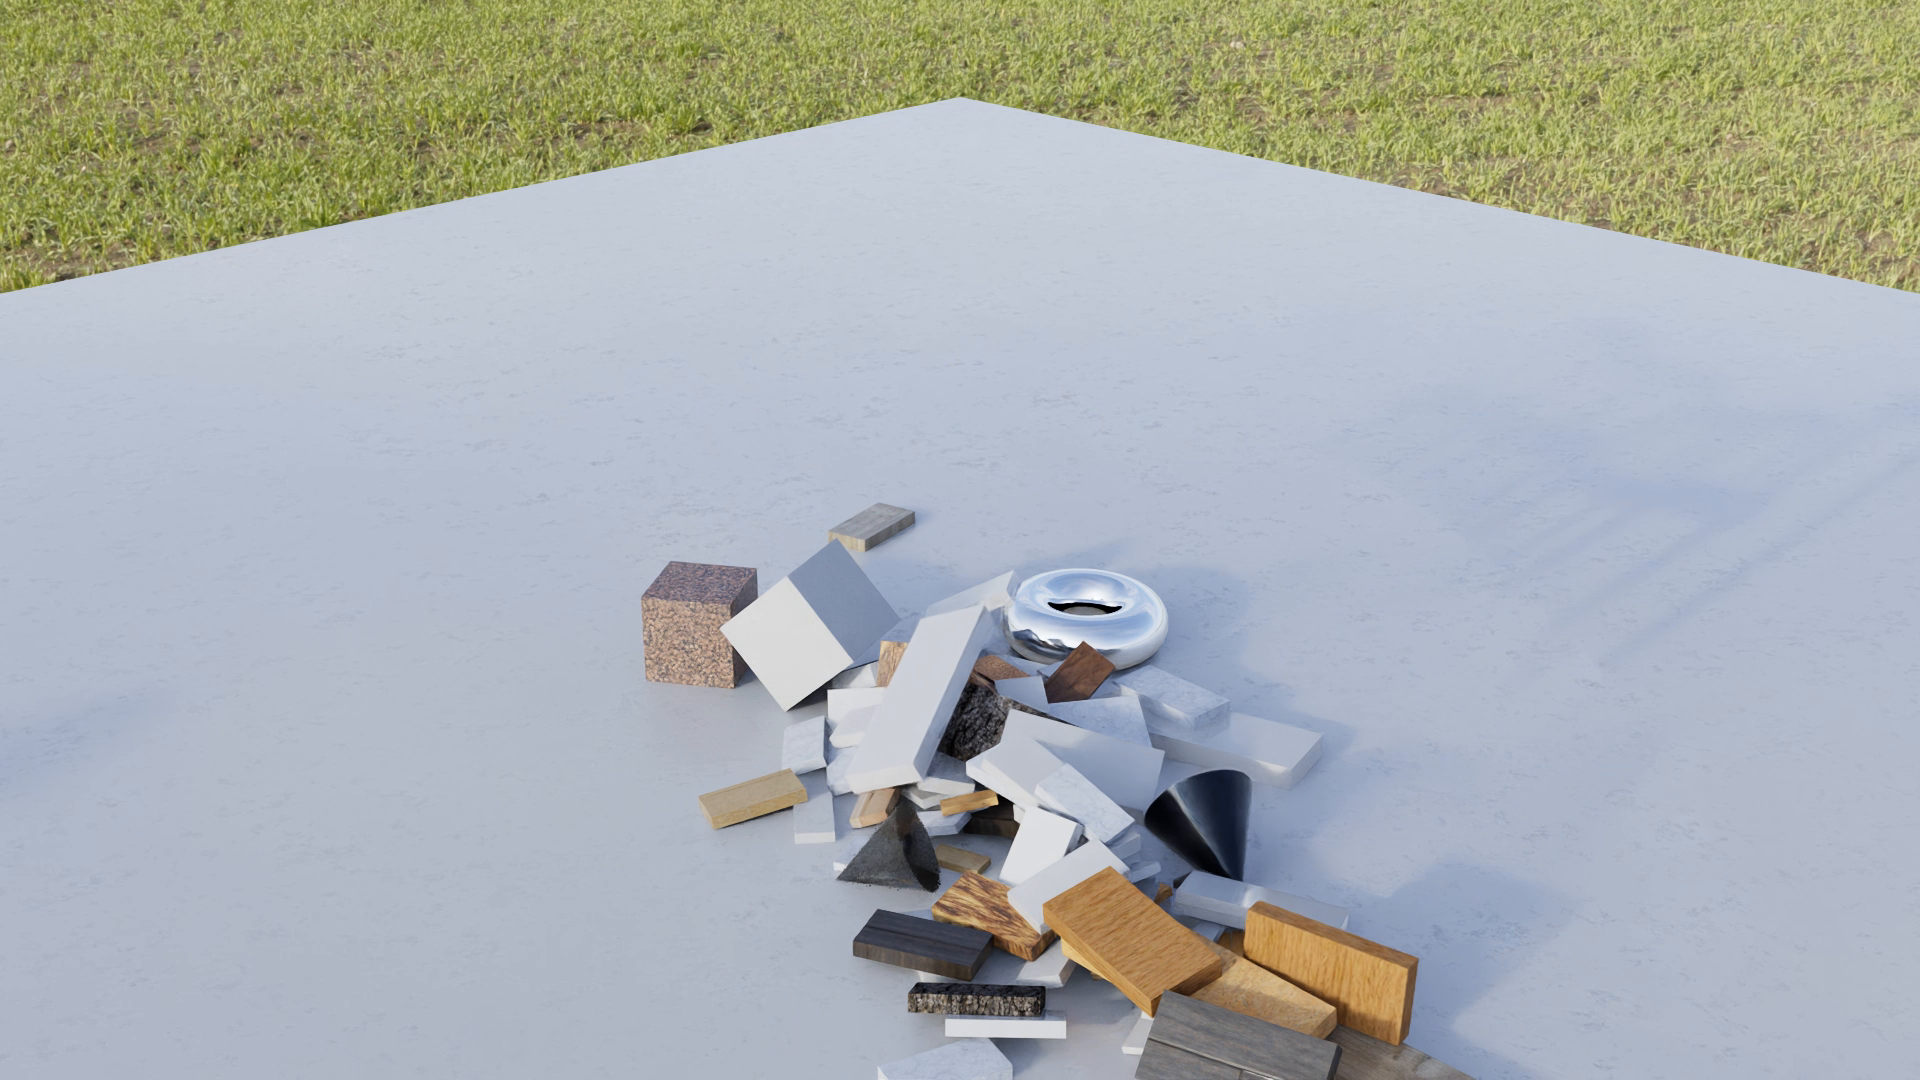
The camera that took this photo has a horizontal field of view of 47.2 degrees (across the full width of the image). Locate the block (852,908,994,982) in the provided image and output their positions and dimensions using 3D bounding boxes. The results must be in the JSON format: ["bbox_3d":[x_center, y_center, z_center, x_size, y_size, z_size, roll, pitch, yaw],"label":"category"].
[{"bbox_3d":[-0.066,0.725,3.939,0.226,0.032,0.113,9,24,19],"label":"block"}]

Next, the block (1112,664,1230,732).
[{"bbox_3d":[0.459,0.342,4.783,0.118,0.033,0.236,-20,30,-39],"label":"block"}]

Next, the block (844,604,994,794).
[{"bbox_3d":[-0.079,0.322,4.545,0.162,0.046,0.515,-14,30,29],"label":"block"}]

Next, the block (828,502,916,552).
[{"bbox_3d":[-0.232,-0.035,5.800,0.118,0.033,0.236,14,27,29],"label":"block"}]

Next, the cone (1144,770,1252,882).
[{"bbox_3d":[0.499,0.598,4.222,0.224,0.224,0.224,-8,51,-18],"label":"cone"}]

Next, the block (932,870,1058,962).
[{"bbox_3d":[0.072,0.683,4.004,0.226,0.032,0.113,17,42,34],"label":"block"}]

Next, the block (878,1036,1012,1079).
[{"bbox_3d":[-0.024,0.883,3.644,0.200,0.028,0.100,-12,26,-25],"label":"block"}]

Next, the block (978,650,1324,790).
[{"bbox_3d":[0.366,0.383,4.793,0.833,0.050,0.177,13,26,27],"label":"block"}]

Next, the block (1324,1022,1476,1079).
[{"bbox_3d":[0.878,0.953,3.460,0.945,0.042,0.149,21,31,40],"label":"block"}]

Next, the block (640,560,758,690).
[{"bbox_3d":[-0.592,0.193,5.039,0.209,0.209,0.209,5,23,11],"label":"block"}]

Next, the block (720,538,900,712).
[{"bbox_3d":[-0.332,0.187,4.895,0.235,0.235,0.235,-37,2,33],"label":"block"}]

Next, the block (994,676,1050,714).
[{"bbox_3d":[0.138,0.369,4.622,0.101,0.029,0.202,-5,40,-6],"label":"block"}]

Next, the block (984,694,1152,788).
[{"bbox_3d":[0.215,0.422,4.620,0.354,0.050,0.177,-5,40,-6],"label":"block"}]

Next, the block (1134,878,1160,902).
[{"bbox_3d":[0.318,0.681,4.071,0.069,0.020,0.138,-8,30,27],"label":"block"}]

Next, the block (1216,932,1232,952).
[{"bbox_3d":[0.450,0.755,3.955,0.074,0.021,0.148,2,23,5],"label":"block"}]

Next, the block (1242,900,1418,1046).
[{"bbox_3d":[0.623,0.733,3.731,0.299,0.149,0.042,16,24,32],"label":"block"}]

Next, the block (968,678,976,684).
[{"bbox_3d":[0.000,0.341,4.670,0.101,0.029,0.202,-15,26,-19],"label":"block"}]

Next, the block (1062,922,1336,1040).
[{"bbox_3d":[0.404,0.756,3.775,0.477,0.043,0.152,24,44,38],"label":"block"}]

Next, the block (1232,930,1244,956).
[{"bbox_3d":[0.527,0.755,3.956,0.074,0.021,0.149,2,23,6],"label":"block"}]

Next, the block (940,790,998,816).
[{"bbox_3d":[0.018,0.520,4.365,0.112,0.016,0.056,-12,12,-2],"label":"block"}]

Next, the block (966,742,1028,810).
[{"bbox_3d":[0.125,0.463,4.270,0.110,0.031,0.220,-25,33,-34],"label":"block"}]

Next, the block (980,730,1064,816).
[{"bbox_3d":[0.159,0.460,4.178,0.220,0.031,0.110,37,48,23],"label":"block"}]

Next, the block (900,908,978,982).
[{"bbox_3d":[-0.039,0.735,3.992,0.100,0.028,0.200,-5,24,-12],"label":"block"}]

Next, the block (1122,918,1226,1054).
[{"bbox_3d":[0.379,0.780,3.859,0.048,0.014,0.392,-3,23,29],"label":"block"}]

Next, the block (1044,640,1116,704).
[{"bbox_3d":[0.232,0.325,4.746,0.091,0.026,0.217,38,70,14],"label":"block"}]

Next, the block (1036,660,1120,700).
[{"bbox_3d":[0.261,0.318,4.850,0.091,0.026,0.183,-16,28,-33],"label":"block"}]

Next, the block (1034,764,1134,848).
[{"bbox_3d":[0.233,0.499,4.117,0.174,0.025,0.087,39,49,25],"label":"block"}]

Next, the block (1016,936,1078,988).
[{"bbox_3d":[0.193,0.723,3.981,0.087,0.025,0.294,-13,16,28],"label":"block"}]

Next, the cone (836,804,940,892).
[{"bbox_3d":[-0.160,0.618,4.201,0.179,0.179,0.179,-23,19,15],"label":"cone"}]

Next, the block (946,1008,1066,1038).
[{"bbox_3d":[0.078,0.821,3.740,0.202,0.029,0.101,1,-1,2],"label":"block"}]

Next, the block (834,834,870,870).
[{"bbox_3d":[-0.199,0.614,4.295,0.056,0.016,0.112,8,24,18],"label":"block"}]

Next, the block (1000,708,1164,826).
[{"bbox_3d":[0.236,0.456,4.412,0.324,0.046,0.162,15,47,4],"label":"block"}]

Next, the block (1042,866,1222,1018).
[{"bbox_3d":[0.295,0.693,3.812,0.152,0.043,0.304,-25,38,-25],"label":"block"}]
